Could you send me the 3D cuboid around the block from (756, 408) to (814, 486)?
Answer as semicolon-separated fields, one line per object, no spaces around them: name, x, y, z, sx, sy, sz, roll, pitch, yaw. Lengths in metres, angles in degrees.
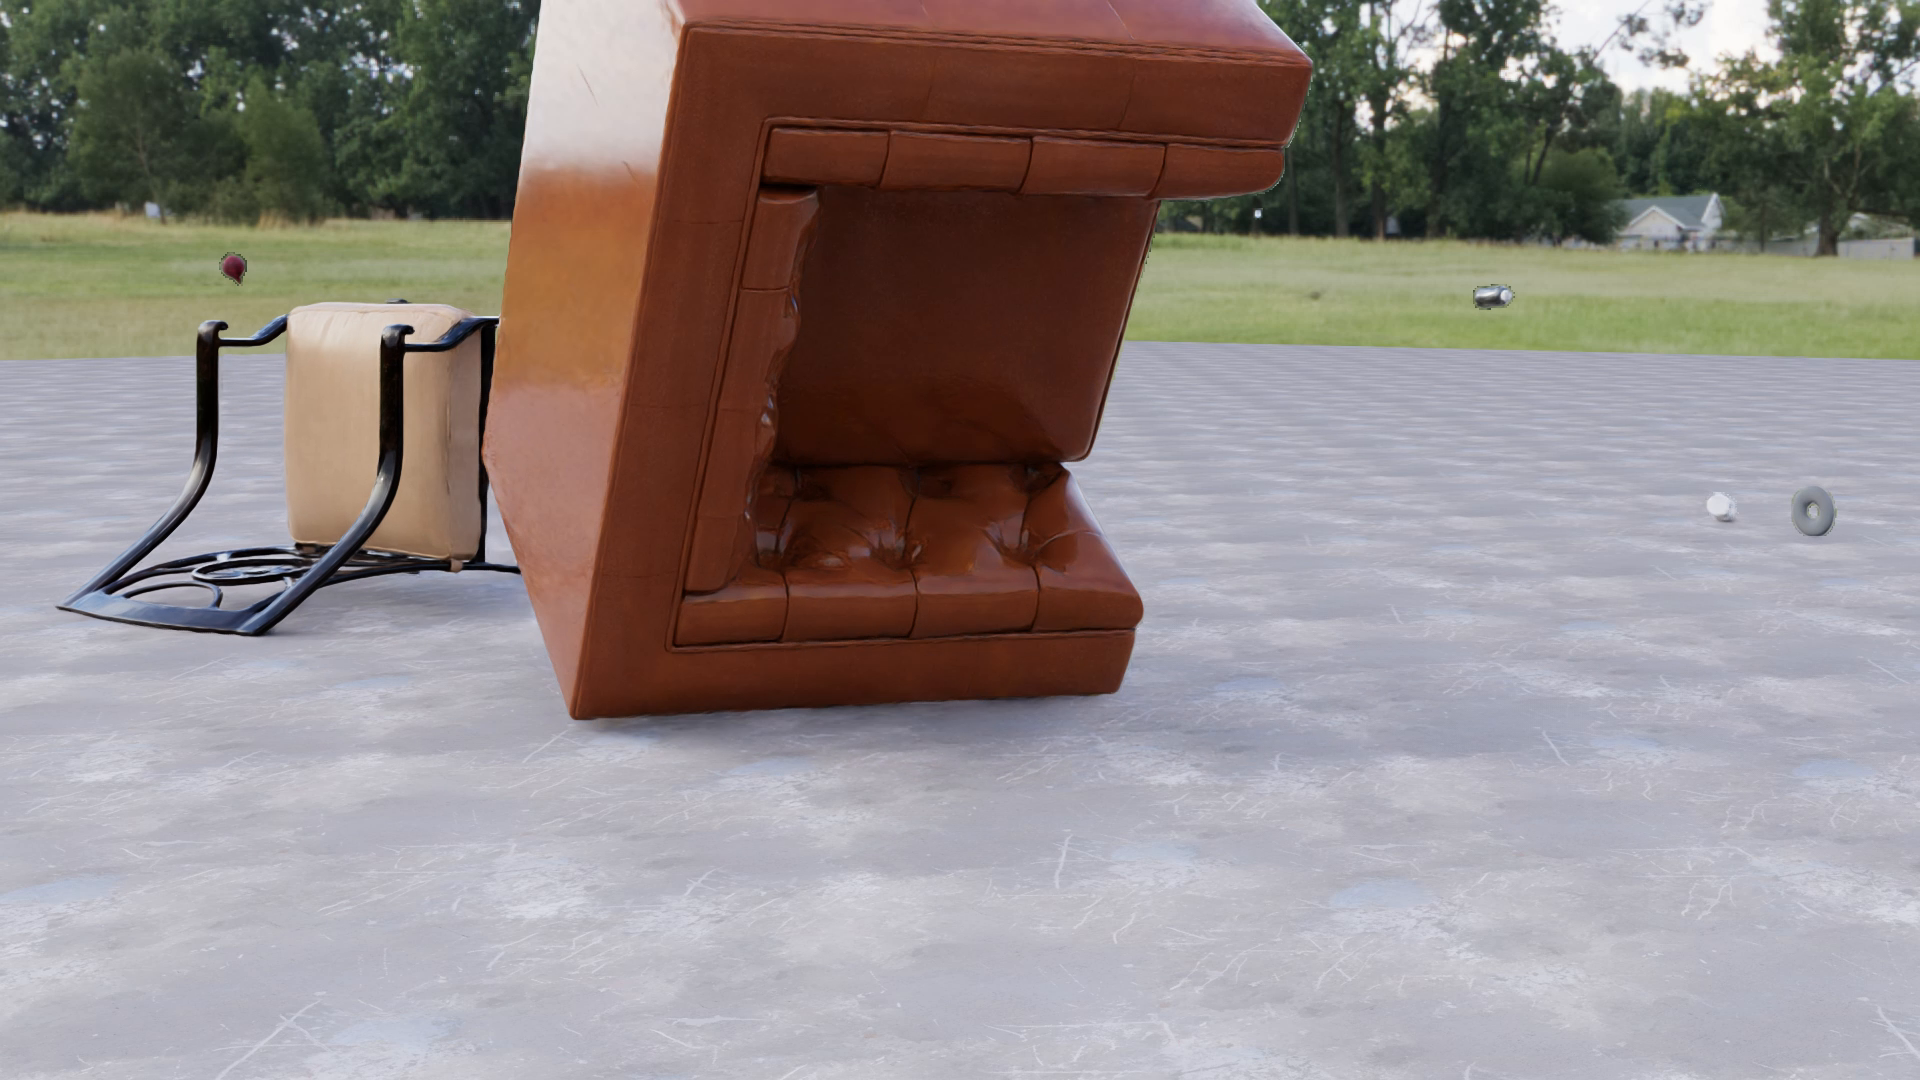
block;-0.551;-0.289;8.034;0.147;0.209;0.082;-10;19;-3

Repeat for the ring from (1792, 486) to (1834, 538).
ring;2.154;-0.072;6.476;0.102;0.130;0.029;-4;2;32

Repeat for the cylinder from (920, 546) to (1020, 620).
cylinder;0.018;0.081;4.872;0.174;0.112;0.188;-12;-9;33
